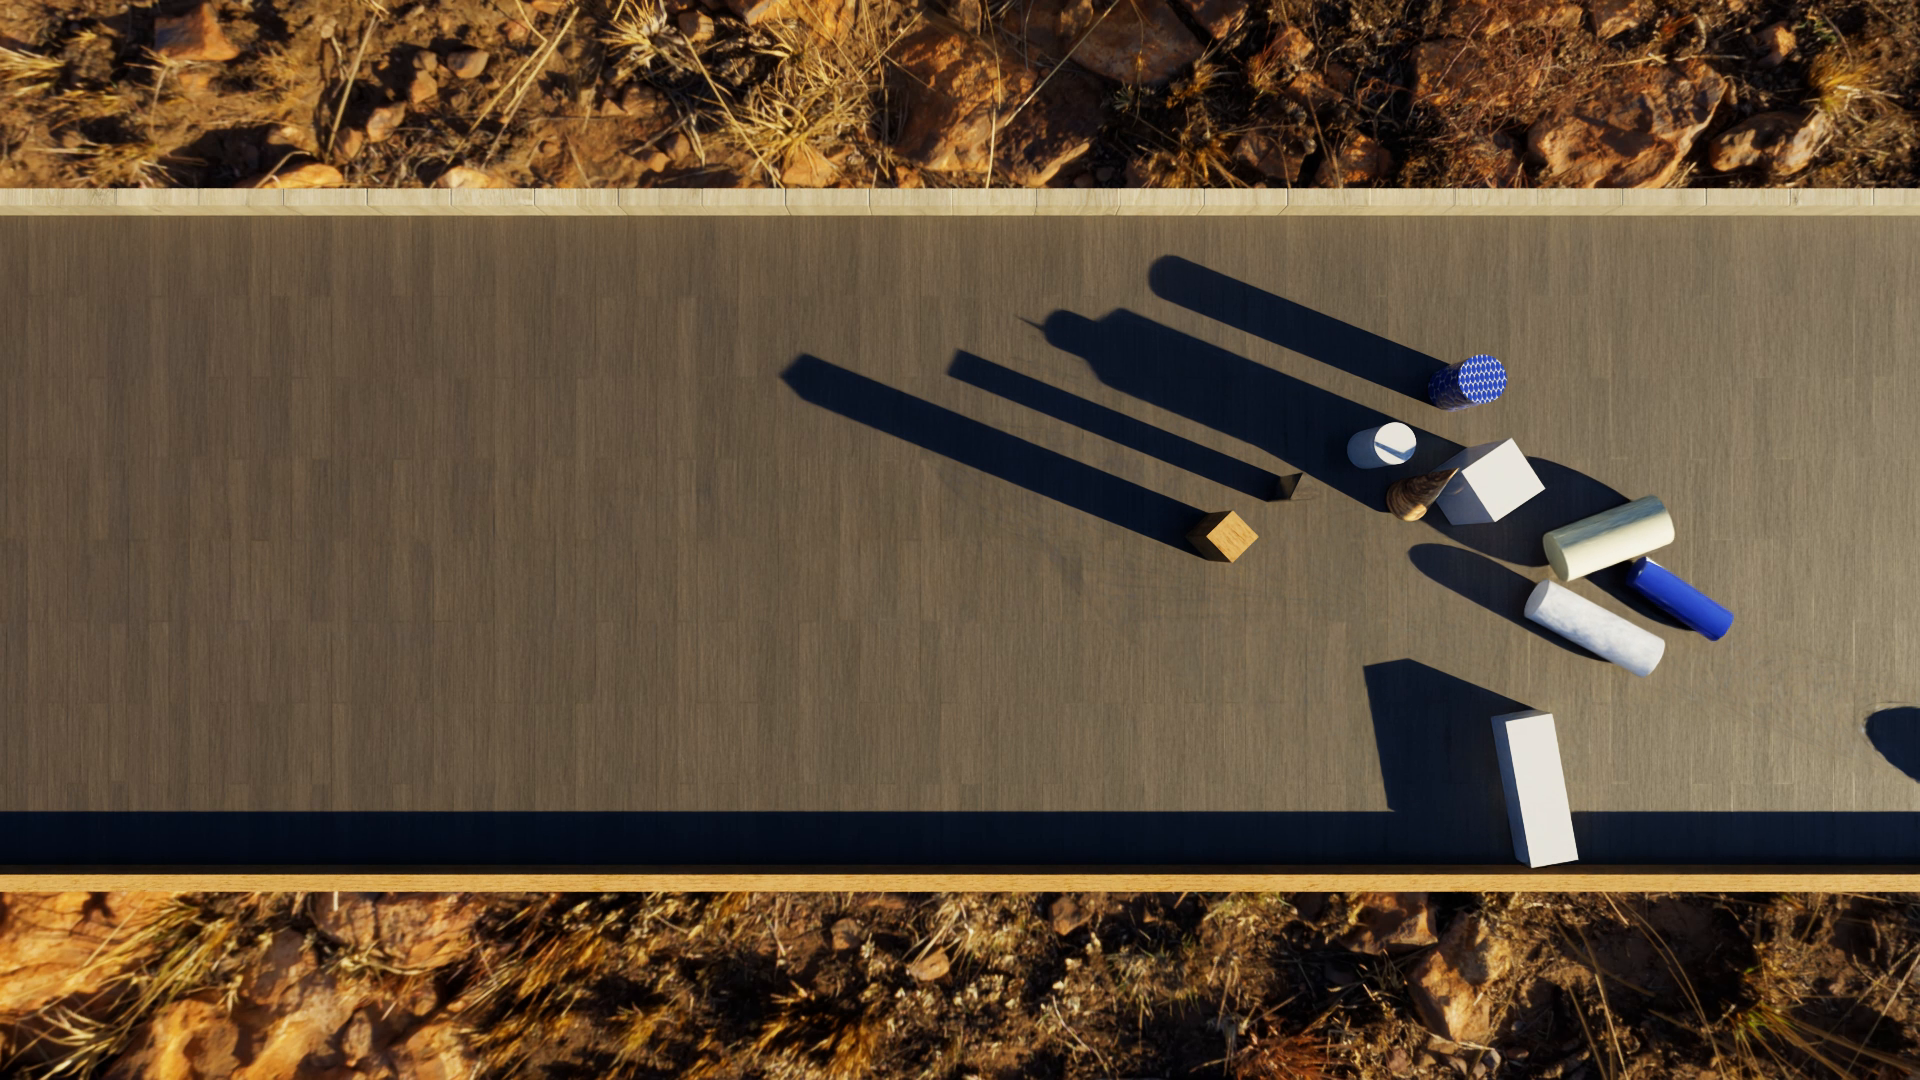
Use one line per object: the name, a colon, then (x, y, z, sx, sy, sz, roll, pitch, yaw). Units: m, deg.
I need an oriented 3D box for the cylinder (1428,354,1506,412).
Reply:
cylinder: (1.511, -0.466, 4.922, 0.140, 0.310, 0.140, 0, 90, 0)

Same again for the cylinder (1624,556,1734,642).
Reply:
cylinder: (2.188, 0.180, 5.024, 0.314, 0.104, 0.104, 33, 90, 0)

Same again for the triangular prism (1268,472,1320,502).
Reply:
triangular prism: (0.988, -0.157, 4.899, 0.087, 0.355, 0.076, -3, 90, 0)

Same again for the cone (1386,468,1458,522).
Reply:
cone: (1.388, -0.164, 4.846, 0.135, 0.444, 0.135, 1, 80, -3)

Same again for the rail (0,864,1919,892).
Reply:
rail: (-2.247, 1.025, 5.001, 12.000, 0.150, 0.050, 0, 90, 0)

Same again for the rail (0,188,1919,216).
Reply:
rail: (-2.247, -1.025, 5.002, 12.000, 0.150, 0.050, 0, 90, 0)

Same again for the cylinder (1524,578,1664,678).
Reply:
cylinder: (1.925, 0.268, 5.010, 0.392, 0.133, 0.133, 28, 90, 0)

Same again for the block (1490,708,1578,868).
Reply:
block: (1.741, 0.750, 5.006, 0.142, 0.142, 0.444, -10, 90, 0)

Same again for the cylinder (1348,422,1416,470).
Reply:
cylinder: (1.251, -0.278, 4.909, 0.120, 0.336, 0.120, 0, 90, 0)

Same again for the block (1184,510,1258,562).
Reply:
block: (0.765, -0.010, 4.852, 0.104, 0.448, 0.104, -44, 90, 0)

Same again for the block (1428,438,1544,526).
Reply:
block: (1.541, -0.168, 4.881, 0.173, 0.386, 0.173, -33, 90, -1)

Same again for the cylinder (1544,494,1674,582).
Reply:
cylinder: (1.963, -0.004, 4.997, 0.335, 0.159, 0.159, -20, 90, 0)
